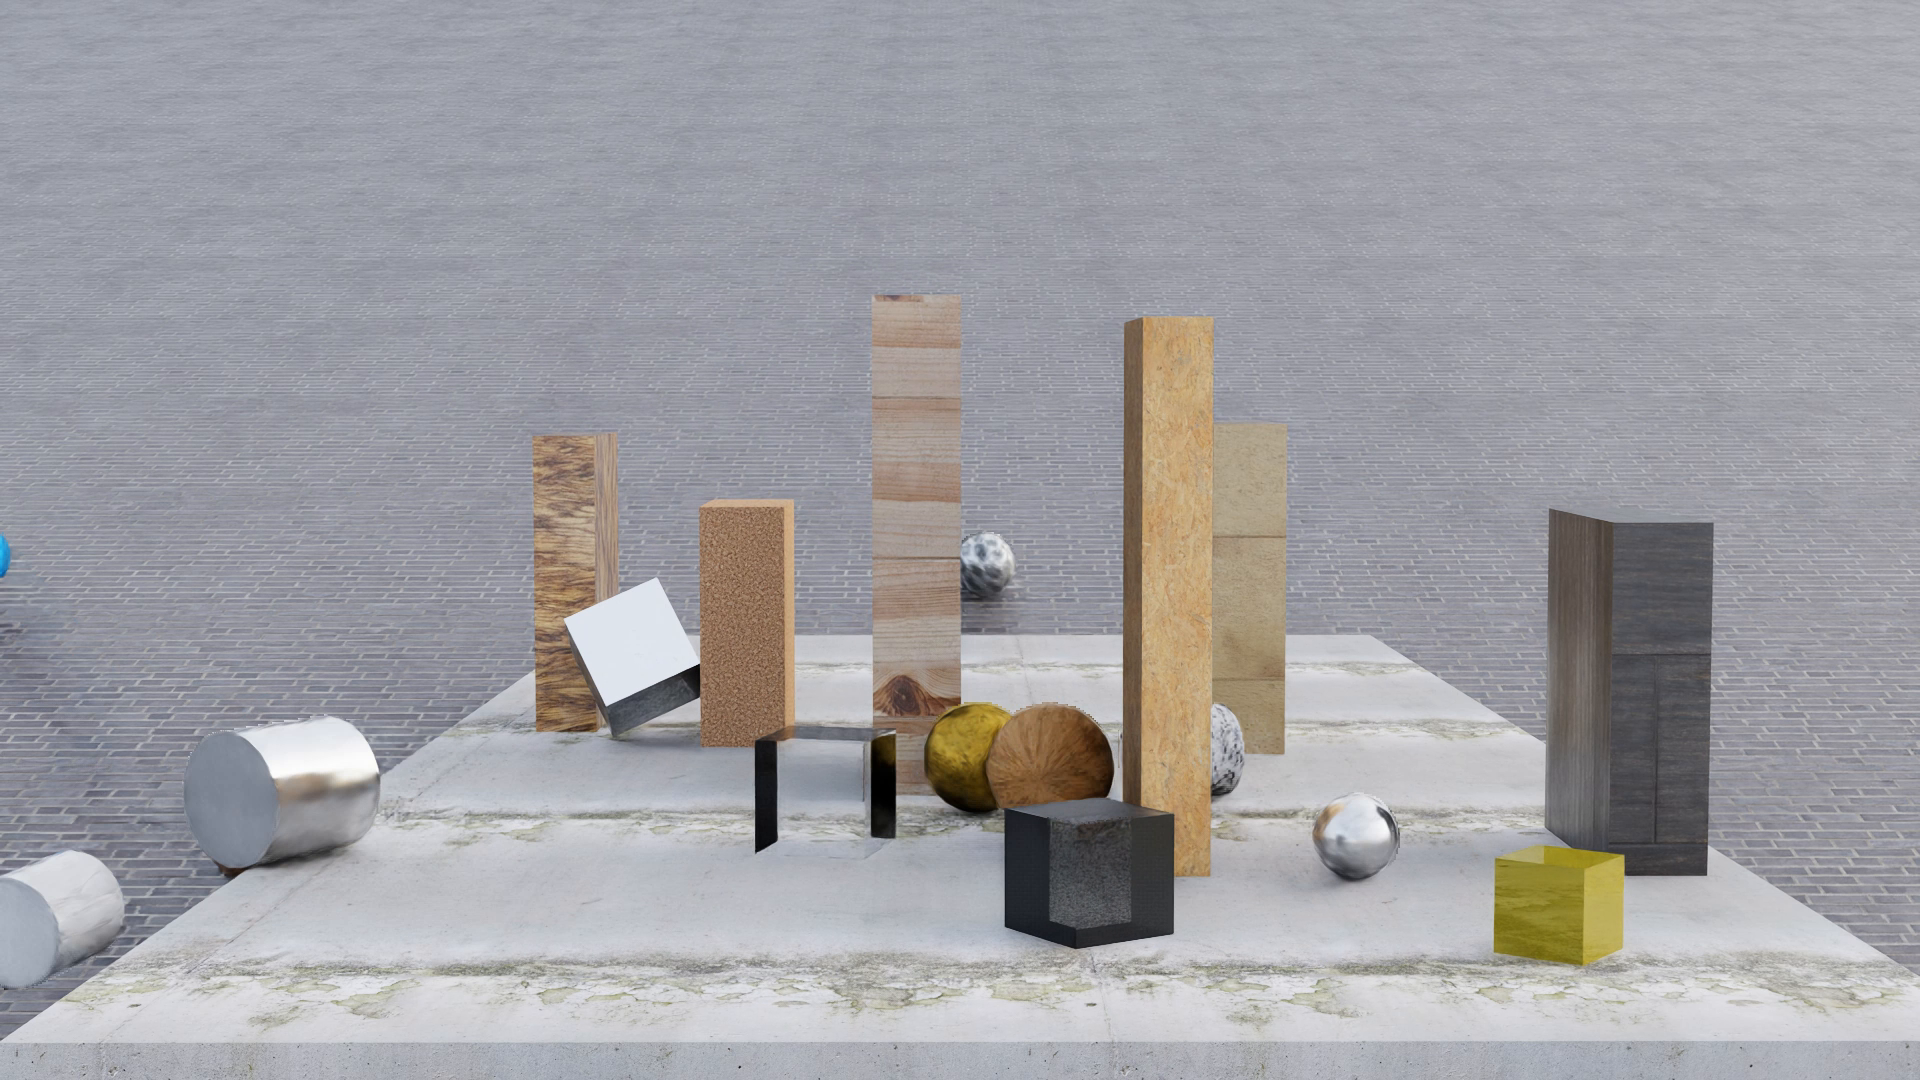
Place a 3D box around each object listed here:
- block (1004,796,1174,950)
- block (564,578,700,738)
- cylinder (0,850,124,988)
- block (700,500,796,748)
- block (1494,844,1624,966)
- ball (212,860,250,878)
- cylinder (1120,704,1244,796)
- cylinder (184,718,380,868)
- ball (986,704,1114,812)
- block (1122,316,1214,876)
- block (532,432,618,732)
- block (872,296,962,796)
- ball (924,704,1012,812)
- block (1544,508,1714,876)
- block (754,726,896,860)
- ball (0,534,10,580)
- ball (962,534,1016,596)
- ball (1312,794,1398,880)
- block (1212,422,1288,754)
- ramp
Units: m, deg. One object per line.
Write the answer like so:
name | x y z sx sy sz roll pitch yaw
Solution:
block | 0.152 0.392 3.040 0.143 0.143 0.143 -2 4 -34
block | -0.588 0.213 4.642 0.182 0.182 0.182 -25 -18 -13
cylinder | -1.150 0.475 3.223 0.139 0.139 0.139 5 8 14
block | -0.386 0.146 4.686 0.150 0.427 0.284 0 4 0
block | 0.685 0.415 2.934 0.109 0.109 0.109 3 5 38
ball | -1.512 0.640 5.459 0.167 0.167 0.167 0 20 0
cylinder | 0.345 0.330 4.003 0.143 0.143 0.143 -1 19 -24
cylinder | -0.923 0.342 3.499 0.183 0.183 0.183 13 10 32
ball | 0.130 0.329 3.703 0.184 0.184 0.184 0 20 0
block | 0.283 0.065 3.537 0.091 0.733 0.376 0 4 0
block | -0.730 0.071 4.905 0.112 0.547 0.333 0 4 0
block | -0.068 -0.003 4.218 0.138 0.782 0.426 0 4 0
ball | 0.027 0.329 3.868 0.164 0.164 0.164 0 20 0
block | 0.917 0.198 3.544 0.130 0.465 0.366 0 4 0
block | -0.187 0.350 3.587 0.158 0.158 0.158 1 4 14
ball | -2.718 0.045 7.090 0.181 0.181 0.181 0 20 0
ball | 0.068 0.069 7.042 0.170 0.170 0.170 0 20 0
ball | 0.517 0.388 3.355 0.111 0.111 0.111 0 20 0
block | 0.501 0.077 4.598 0.127 0.574 0.303 0 4 0
ramp | 0.046 0.419 4.535 2.000 0.100 4.000 0 4 0
